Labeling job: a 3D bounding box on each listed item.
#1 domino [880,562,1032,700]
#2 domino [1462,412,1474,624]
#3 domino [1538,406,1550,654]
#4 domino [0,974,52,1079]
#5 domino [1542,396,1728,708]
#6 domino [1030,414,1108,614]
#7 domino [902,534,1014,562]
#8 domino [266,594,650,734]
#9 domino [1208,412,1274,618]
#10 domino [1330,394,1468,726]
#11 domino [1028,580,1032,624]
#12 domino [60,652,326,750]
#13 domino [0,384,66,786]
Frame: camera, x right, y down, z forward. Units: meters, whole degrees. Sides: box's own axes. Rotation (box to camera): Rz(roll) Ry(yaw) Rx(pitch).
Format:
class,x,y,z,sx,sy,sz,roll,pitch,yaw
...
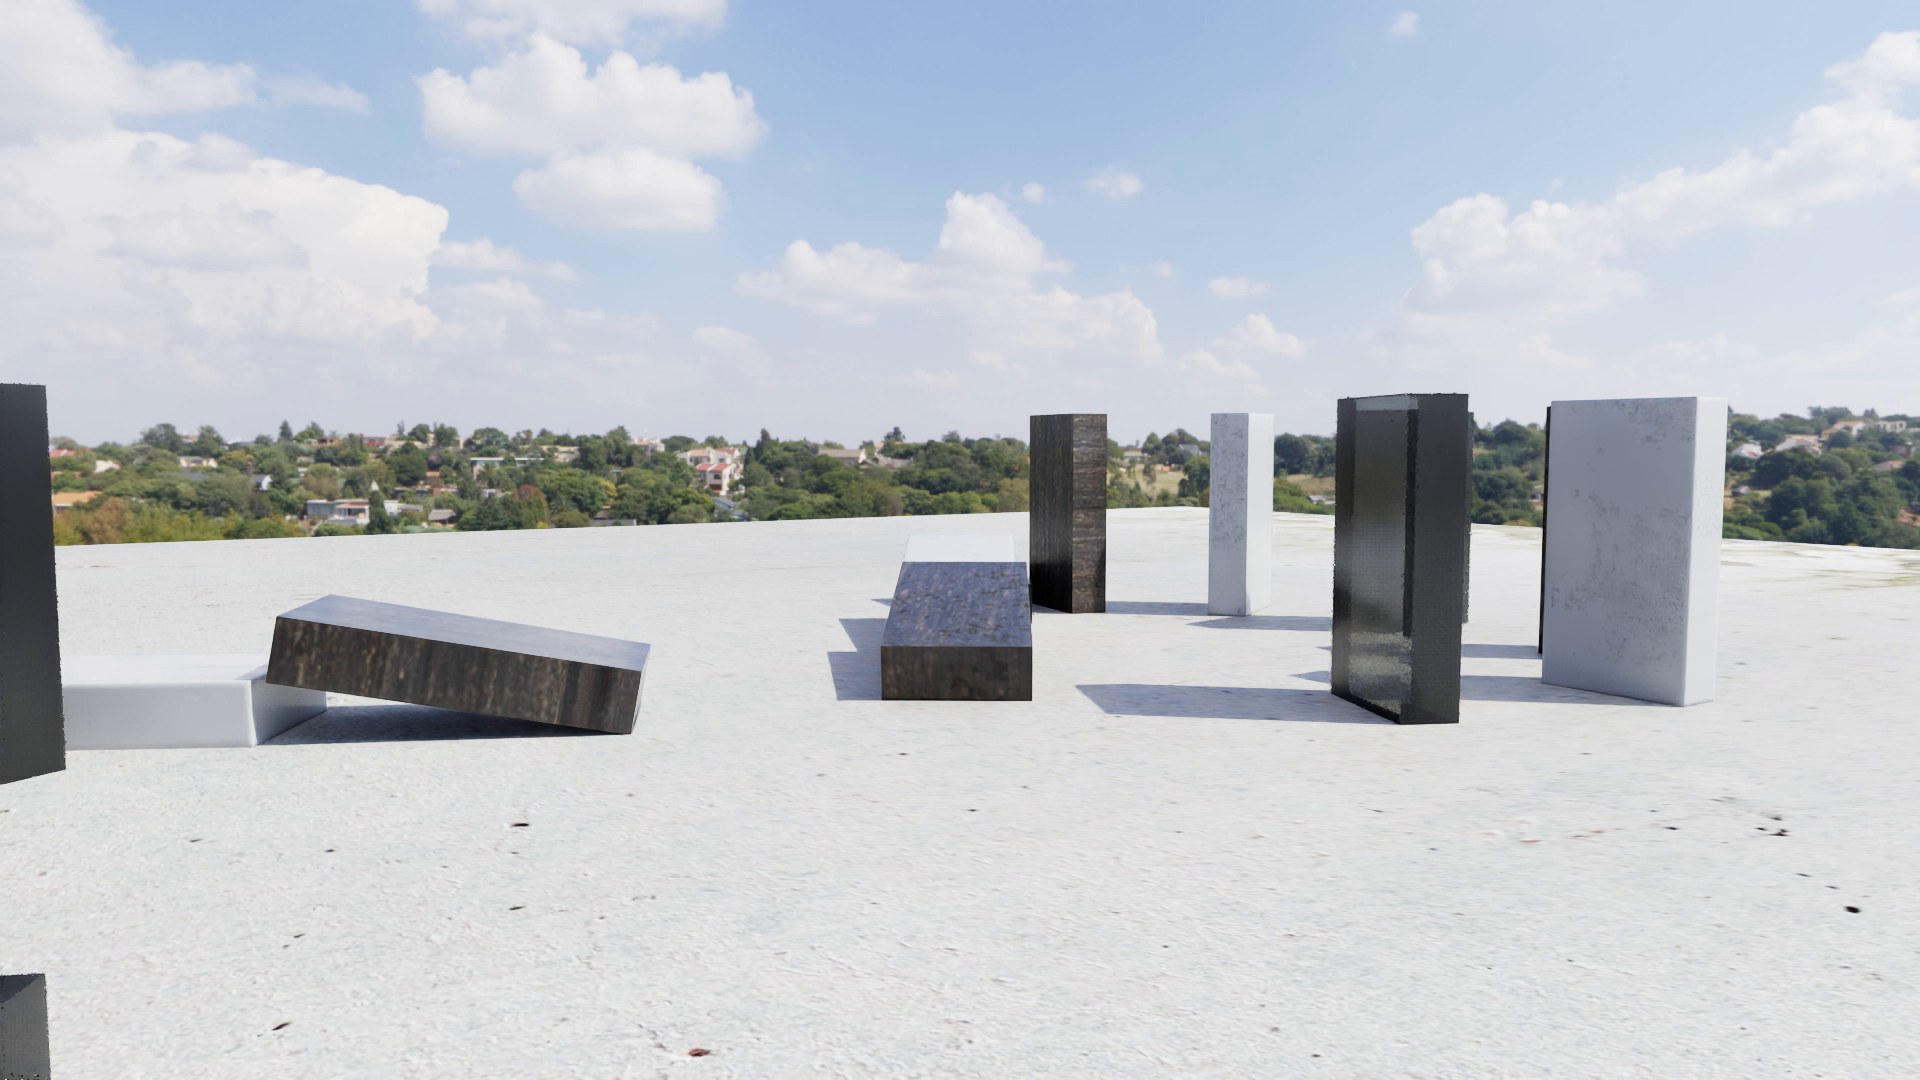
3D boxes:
class,x,y,z,sx,sy,sz,roll,pitch,yaw
domino,0.000,0.015,0.236,0.025,0.010,0.050,0,15,2
domino,0.108,-0.005,0.298,0.025,0.050,0.010,-4,6,-42
domino,0.131,-0.002,0.258,0.025,0.050,0.010,-1,4,-14
domino,-0.080,0.033,0.065,0.050,0.010,0.025,-1,4,-8
domino,0.114,0.001,0.218,0.009,0.050,0.025,-3,5,-32
domino,0.028,-0.007,0.332,0.010,0.050,0.025,-2,5,-22
domino,0.000,0.011,0.285,0.025,0.009,0.050,0,18,2
domino,-0.074,0.019,0.195,0.050,0.009,0.025,10,3,-11
domino,0.072,-0.007,0.327,0.010,0.050,0.025,2,5,28
domino,0.070,0.002,0.205,0.010,0.050,0.025,-1,4,-8
domino,0.004,0.013,0.328,0.025,0.010,0.050,0,4,-1
domino,-0.125,0.024,0.190,0.050,0.010,0.025,0,4,-4
domino,-0.130,0.005,0.166,0.025,0.050,0.010,2,5,20
